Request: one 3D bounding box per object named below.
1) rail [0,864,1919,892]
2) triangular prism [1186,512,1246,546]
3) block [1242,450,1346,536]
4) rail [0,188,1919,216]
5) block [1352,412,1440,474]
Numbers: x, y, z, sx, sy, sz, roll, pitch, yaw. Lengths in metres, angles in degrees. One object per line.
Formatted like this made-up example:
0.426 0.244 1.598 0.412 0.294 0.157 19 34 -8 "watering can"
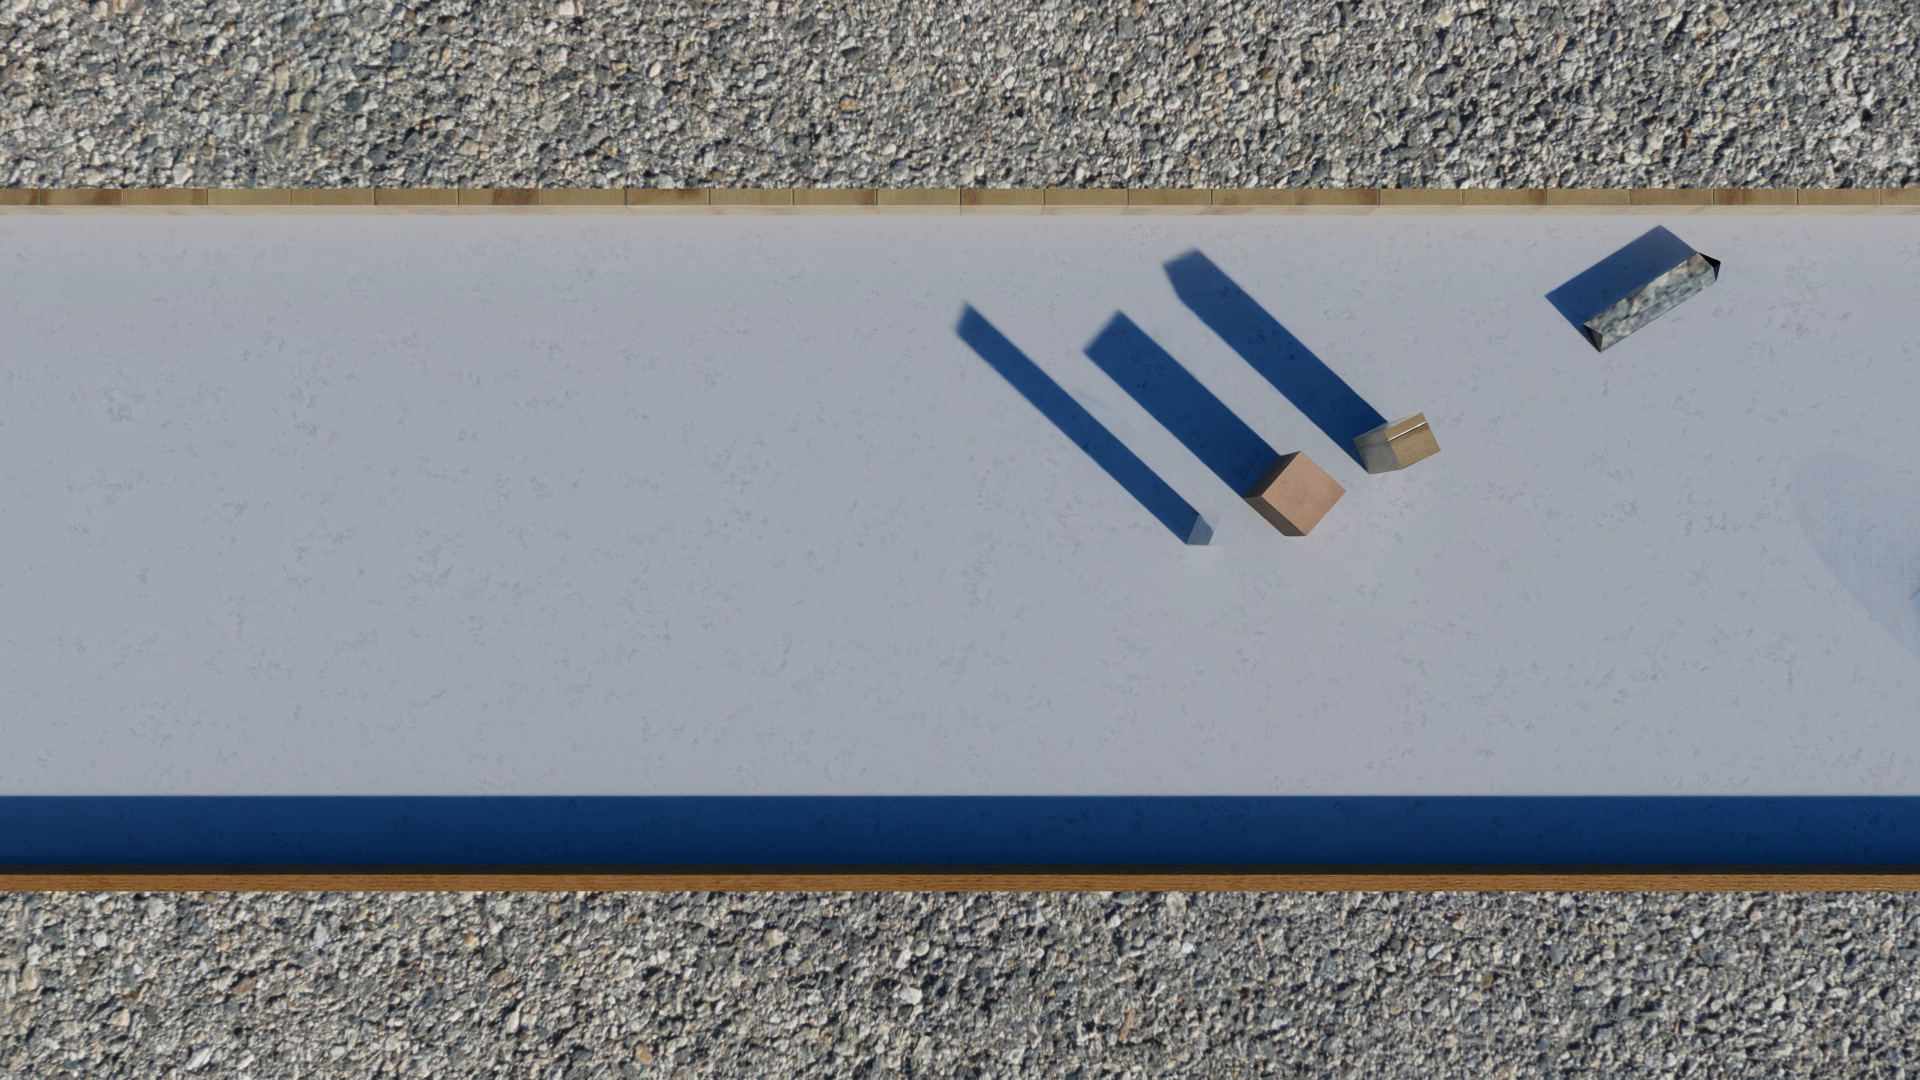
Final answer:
-2.247 1.025 5.001 12.000 0.150 0.050 0 90 0 "rail"
0.743 -0.034 4.849 0.104 0.456 0.090 -7 90 0 "triangular prism"
0.993 -0.135 4.918 0.175 0.316 0.175 41 90 0 "block"
-2.247 -1.025 5.002 12.000 0.150 0.050 0 90 0 "rail"
1.290 -0.283 4.889 0.122 0.375 0.122 -26 90 0 "block"
